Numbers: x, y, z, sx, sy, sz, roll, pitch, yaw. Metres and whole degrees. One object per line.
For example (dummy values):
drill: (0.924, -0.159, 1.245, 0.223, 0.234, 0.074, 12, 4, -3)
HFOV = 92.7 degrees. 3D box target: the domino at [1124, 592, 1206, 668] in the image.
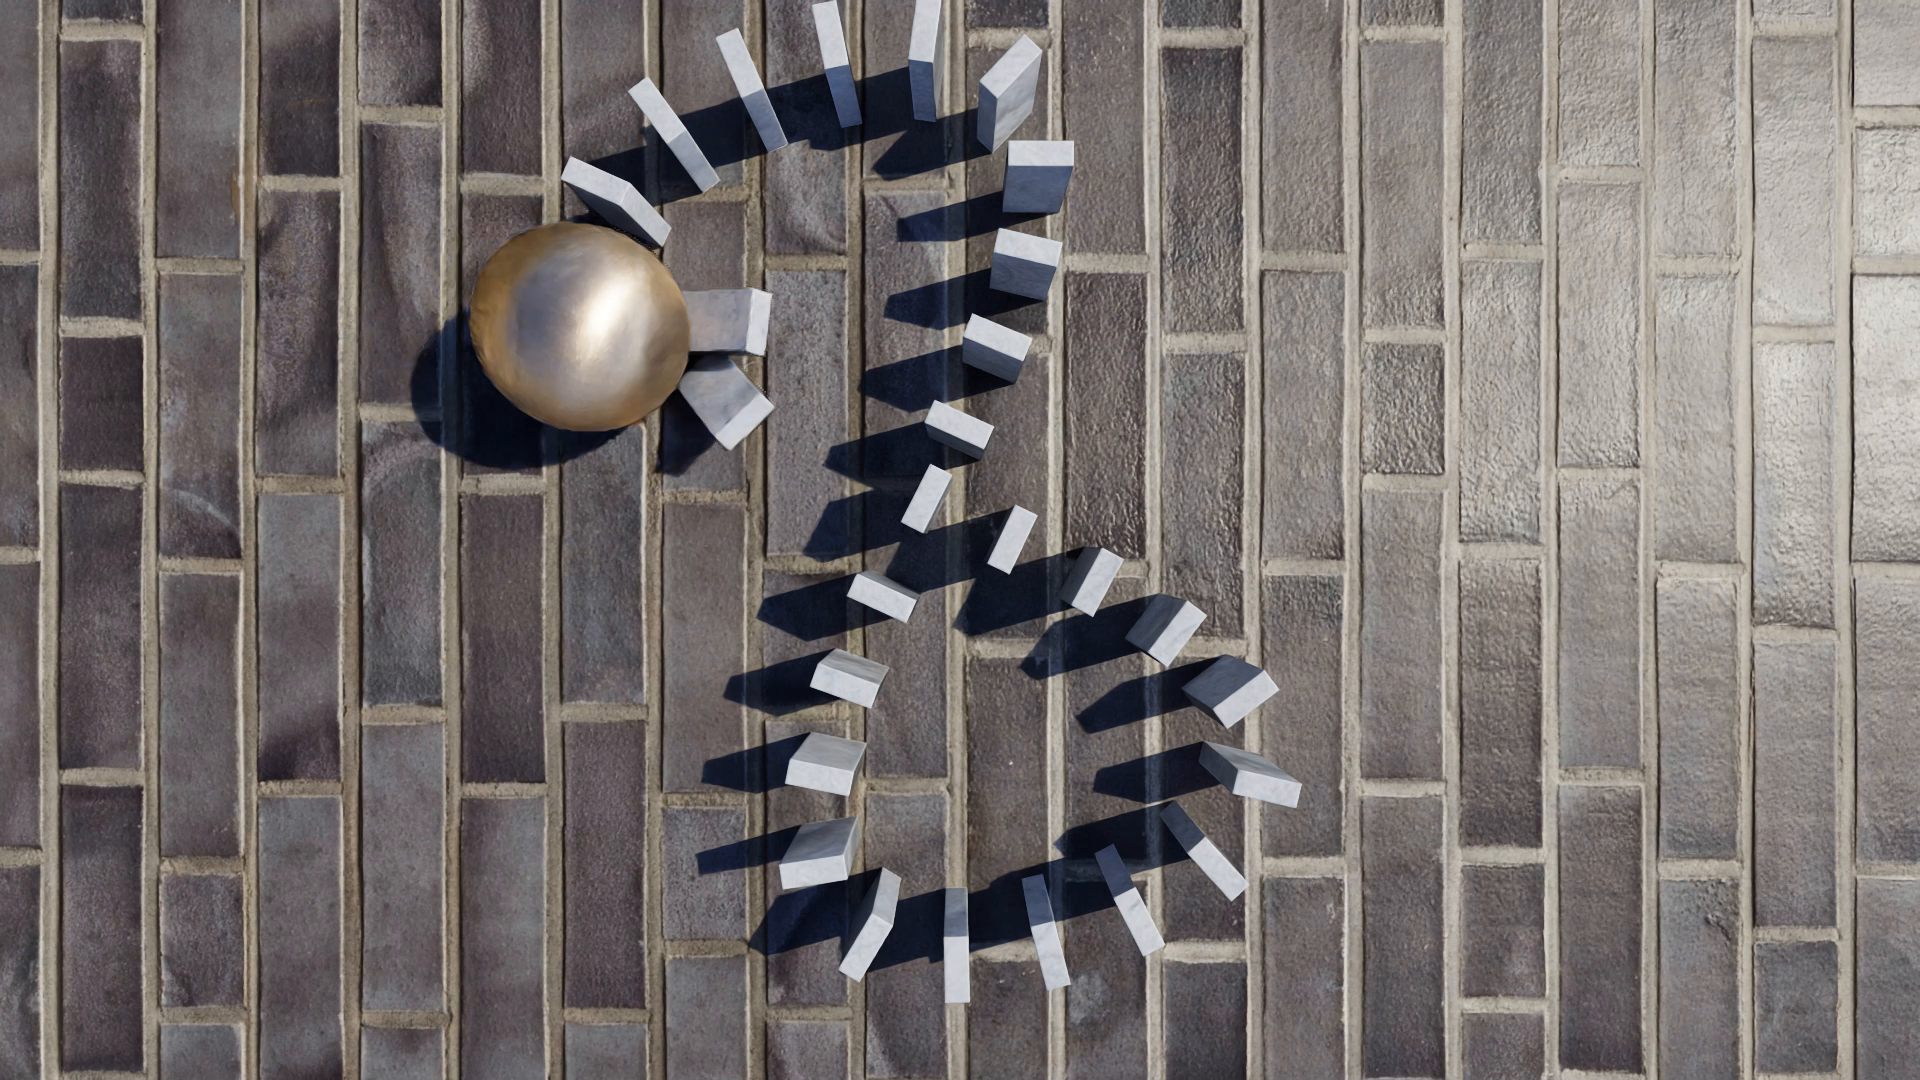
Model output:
domino: (0.083, 0.036, 0.375, 0.009, 0.050, 0.025, 38, 90, 0)

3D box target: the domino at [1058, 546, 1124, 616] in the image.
domino: (0.053, 0.016, 0.375, 0.010, 0.050, 0.025, 28, 90, 0)

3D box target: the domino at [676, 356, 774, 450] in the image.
domino: (-0.098, -0.060, 0.380, 0.025, 0.009, 0.050, -45, 48, 0)

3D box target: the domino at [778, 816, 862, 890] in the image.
domino: (-0.056, 0.127, 0.375, 0.025, 0.050, 0.009, -9, 90, 0)

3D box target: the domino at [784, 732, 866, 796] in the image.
domino: (-0.054, 0.091, 0.375, 0.025, 0.050, 0.010, 11, 90, 0)

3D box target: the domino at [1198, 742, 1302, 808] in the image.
domino: (0.117, 0.095, 0.375, 0.025, 0.050, 0.009, 13, 90, 0)

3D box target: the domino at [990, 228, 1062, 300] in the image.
domino: (0.026, -0.112, 0.375, 0.025, 0.050, 0.010, 13, 90, 0)

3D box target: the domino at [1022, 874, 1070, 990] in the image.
domino: (0.035, 0.159, 0.375, 0.010, 0.050, 0.025, -15, 90, 0)

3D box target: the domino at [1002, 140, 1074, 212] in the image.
domino: (0.031, -0.148, 0.375, 0.025, 0.050, 0.010, 0, 90, 0)

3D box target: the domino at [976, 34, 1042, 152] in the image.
domino: (0.019, -0.181, 0.375, 0.010, 0.050, 0.025, 44, 90, 0)

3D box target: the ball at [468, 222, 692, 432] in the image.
ball: (-0.147, -0.082, 0.359, 0.080, 0.080, 0.080, 0, 90, 0)

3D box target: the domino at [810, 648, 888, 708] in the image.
domino: (-0.044, 0.056, 0.375, 0.025, 0.050, 0.010, 20, 90, 0)

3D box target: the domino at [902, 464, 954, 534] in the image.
domino: (-0.013, -0.016, 0.375, 0.010, 0.050, 0.025, 27, 90, 0)

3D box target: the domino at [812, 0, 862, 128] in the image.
domino: (-0.050, -0.193, 0.375, 0.010, 0.050, 0.025, -11, 90, 0)

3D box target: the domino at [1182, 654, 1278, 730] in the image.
domino: (0.109, 0.061, 0.375, 0.025, 0.050, 0.010, -37, 90, 0)

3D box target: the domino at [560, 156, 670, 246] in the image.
domino: (-0.139, -0.137, 0.375, 0.025, 0.050, 0.009, 24, 90, 0)

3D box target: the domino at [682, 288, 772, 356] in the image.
domino: (-0.101, -0.090, 0.381, 0.050, 0.010, 0.025, 9, 93, 35)

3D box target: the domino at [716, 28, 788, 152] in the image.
domino: (-0.084, -0.182, 0.375, 0.010, 0.050, 0.025, -24, 90, 0)

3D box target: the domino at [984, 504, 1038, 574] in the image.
domino: (0.020, 0.000, 0.375, 0.009, 0.050, 0.025, 26, 90, 0)

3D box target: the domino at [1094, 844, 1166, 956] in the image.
domino: (0.068, 0.146, 0.375, 0.010, 0.050, 0.025, -27, 90, 0)

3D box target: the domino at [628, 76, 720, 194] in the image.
domino: (-0.116, -0.164, 0.375, 0.009, 0.050, 0.025, -36, 90, 0)

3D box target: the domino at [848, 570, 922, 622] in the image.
domino: (-0.030, 0.022, 0.375, 0.025, 0.050, 0.010, 25, 90, 0)

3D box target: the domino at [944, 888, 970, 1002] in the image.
domino: (-0.001, 0.164, 0.375, 0.009, 0.050, 0.025, -1, 90, 0)

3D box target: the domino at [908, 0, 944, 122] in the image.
domino: (-0.013, -0.195, 0.375, 0.009, 0.050, 0.025, 8, 90, 0)

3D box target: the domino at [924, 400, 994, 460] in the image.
domino: (0.000, -0.044, 0.375, 0.025, 0.050, 0.009, 24, 90, 0)

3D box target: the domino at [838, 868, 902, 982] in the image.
domino: (-0.036, 0.156, 0.375, 0.009, 0.050, 0.025, 31, 90, 0)

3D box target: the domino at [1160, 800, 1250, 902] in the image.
domino: (0.099, 0.126, 0.375, 0.009, 0.050, 0.025, -43, 90, 0)

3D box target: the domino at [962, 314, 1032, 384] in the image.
domino: (0.014, -0.077, 0.375, 0.025, 0.050, 0.010, 23, 90, 0)
